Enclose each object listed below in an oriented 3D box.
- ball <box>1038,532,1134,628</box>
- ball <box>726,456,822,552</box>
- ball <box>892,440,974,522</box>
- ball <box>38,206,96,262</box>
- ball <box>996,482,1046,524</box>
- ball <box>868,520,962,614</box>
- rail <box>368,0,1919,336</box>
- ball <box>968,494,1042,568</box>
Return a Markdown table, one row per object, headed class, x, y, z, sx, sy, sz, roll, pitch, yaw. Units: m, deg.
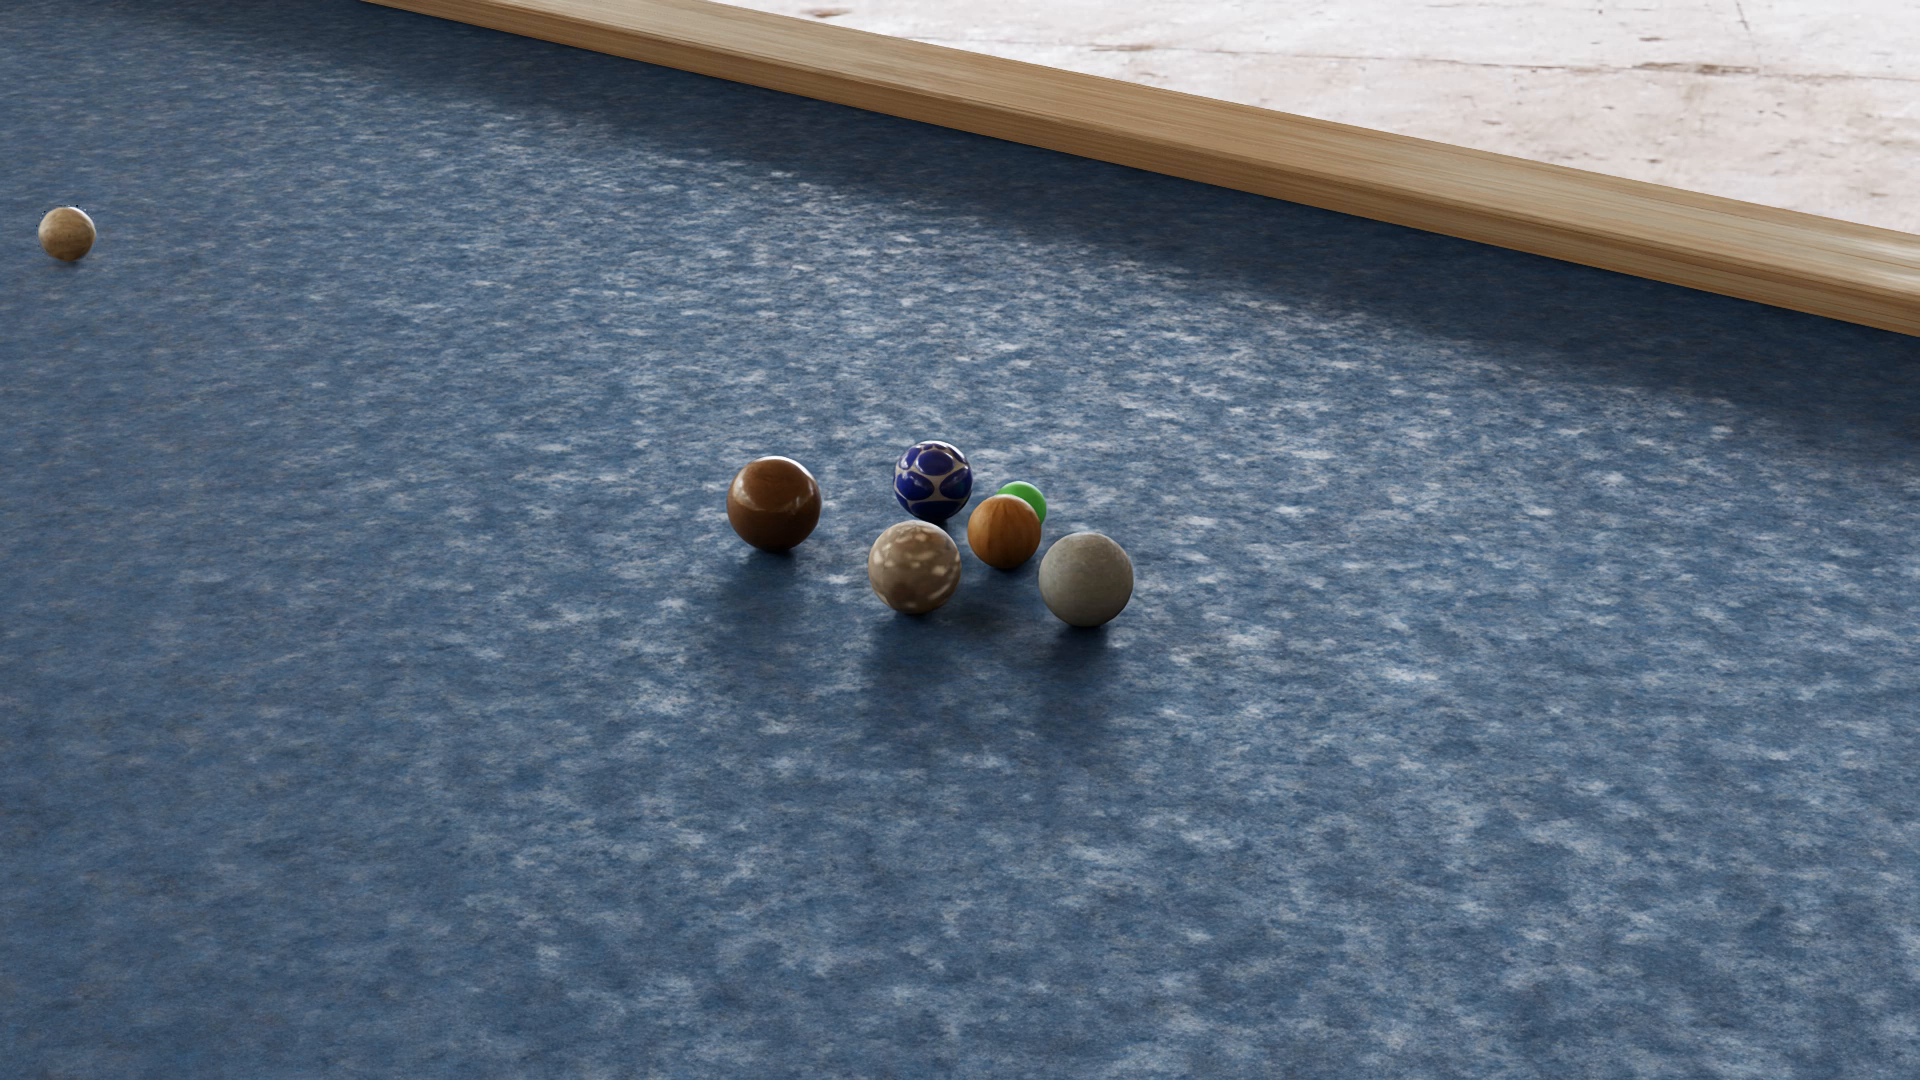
| class | x | y | z | sx | sy | sz | roll | pitch | yaw |
| --- | --- | --- | --- | --- | --- | --- | --- | --- | --- |
| ball | 0.105 | 0.033 | 2.444 | 0.079 | 0.079 | 0.079 | 0 | 22 | 0 |
| ball | -0.164 | -0.032 | 2.599 | 0.084 | 0.084 | 0.084 | 0 | 22 | 0 |
| ball | -0.024 | -0.054 | 2.667 | 0.073 | 0.073 | 0.073 | 0 | 22 | 0 |
| ball | -1.042 | -0.357 | 3.433 | 0.064 | 0.064 | 0.064 | 0 | 22 | 0 |
| ball | 0.053 | -0.028 | 2.635 | 0.049 | 0.049 | 0.049 | 0 | 22 | 0 |
| ball | -0.038 | 0.023 | 2.469 | 0.079 | 0.079 | 0.079 | 0 | 22 | 0 |
| rail | -0.016 | -0.608 | 3.992 | 4.233 | 0.110 | 0.045 | 18 | 28 | 38 |
| ball | 0.039 | -0.007 | 2.563 | 0.065 | 0.065 | 0.065 | 0 | 22 | 0 |
